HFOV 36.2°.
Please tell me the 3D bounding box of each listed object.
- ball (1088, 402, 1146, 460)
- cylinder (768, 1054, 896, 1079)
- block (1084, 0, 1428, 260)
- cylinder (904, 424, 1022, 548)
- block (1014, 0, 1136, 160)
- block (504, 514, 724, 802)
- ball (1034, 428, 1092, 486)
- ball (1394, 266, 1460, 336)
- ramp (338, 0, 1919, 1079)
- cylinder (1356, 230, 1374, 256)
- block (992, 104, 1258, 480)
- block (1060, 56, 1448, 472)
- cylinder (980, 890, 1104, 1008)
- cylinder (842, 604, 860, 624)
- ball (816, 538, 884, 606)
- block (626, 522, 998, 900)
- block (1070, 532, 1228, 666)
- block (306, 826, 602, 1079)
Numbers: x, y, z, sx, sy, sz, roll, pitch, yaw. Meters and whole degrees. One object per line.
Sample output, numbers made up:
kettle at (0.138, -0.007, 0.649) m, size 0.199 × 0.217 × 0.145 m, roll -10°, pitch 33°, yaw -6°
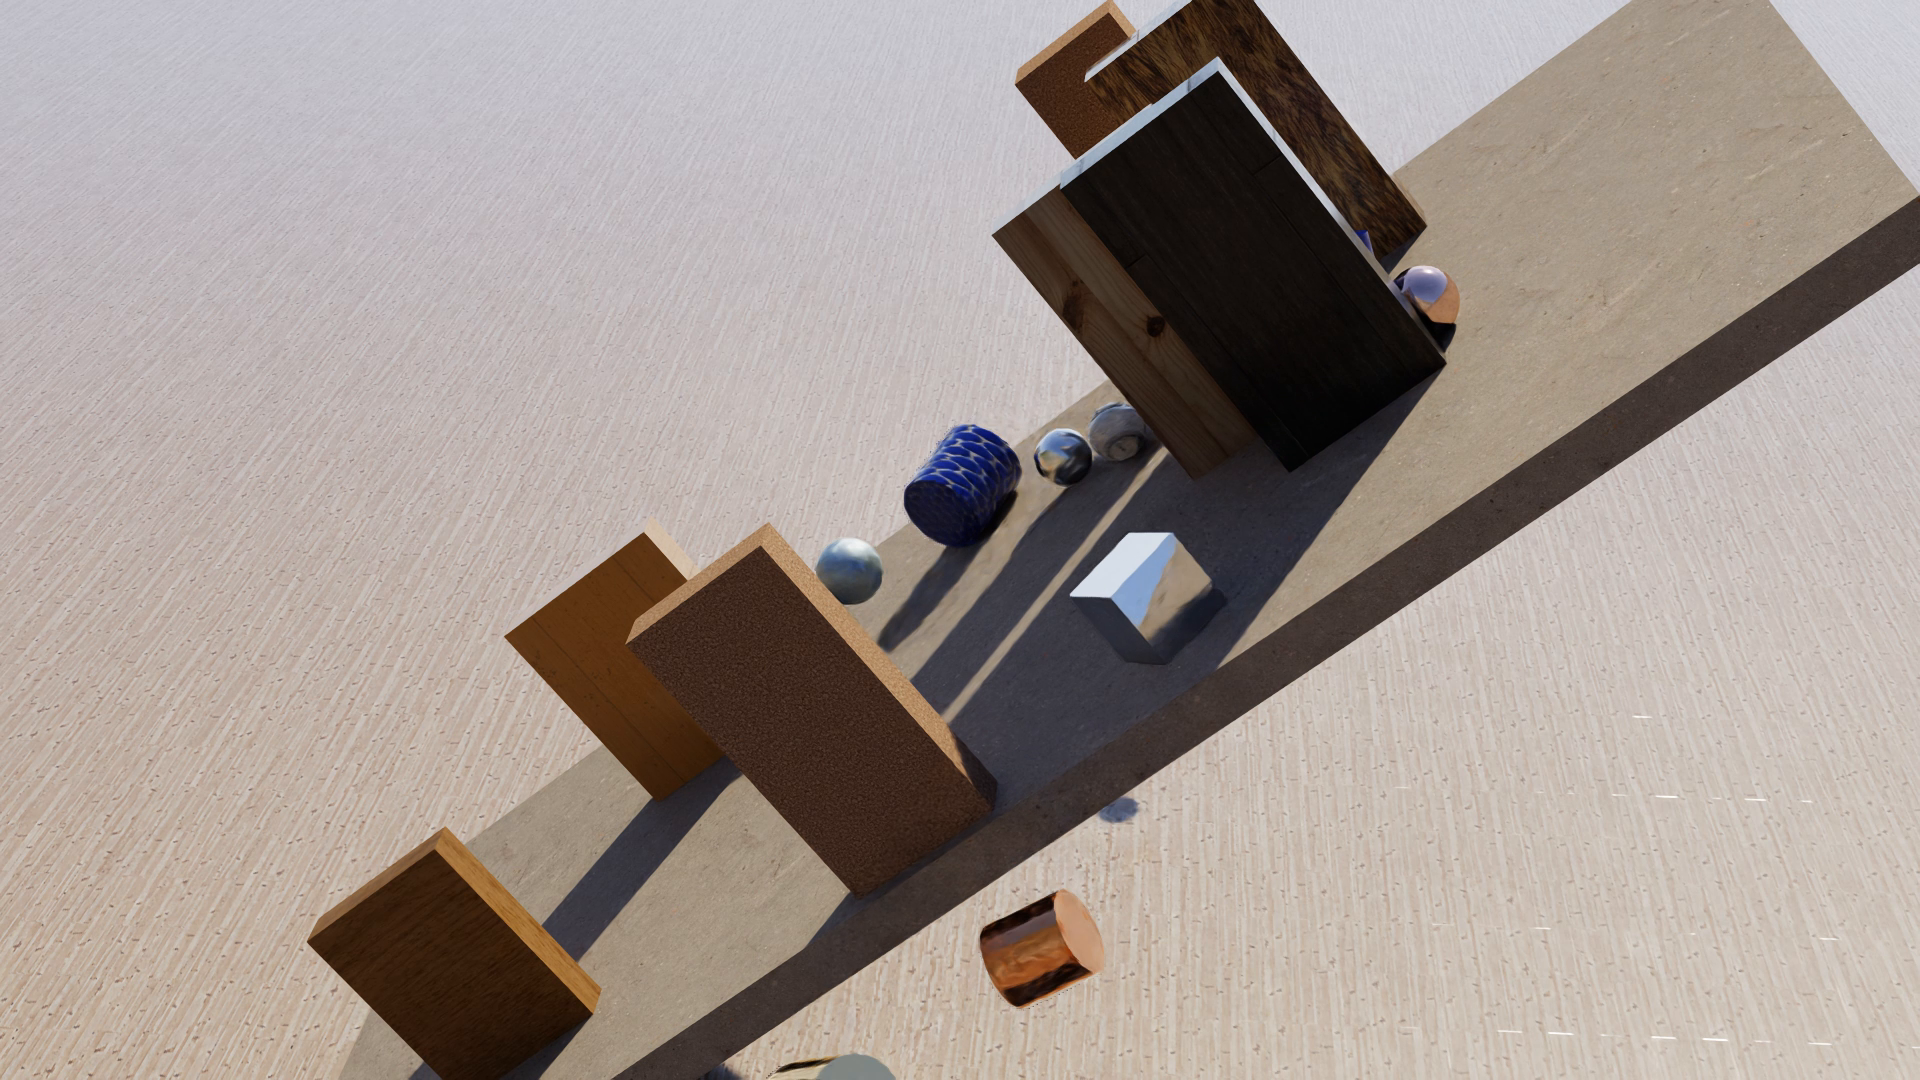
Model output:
ball at (0.349, -0.241, 6.536) m, size 0.130 × 0.130 × 0.130 m, roll 0°, pitch 24°, yaw 0°
cylinder at (-0.231, 1.019, 5.242) m, size 0.193 × 0.193 × 0.193 m, roll -17°, pitch -3°, yaw -33°
block at (0.648, -0.858, 6.430) m, size 0.392 × 0.711 × 0.108 m, roll -36°, pitch 16°, yaw 18°
cylinder at (0.006, -0.126, 6.878) m, size 0.204 × 0.204 × 0.204 m, roll 13°, pitch 47°, yaw 28°
block at (0.469, -0.860, 6.787) m, size 0.271 × 0.749 × 0.141 m, roll -36°, pitch 16°, yaw 18°
block at (-0.709, 0.280, 6.825) m, size 0.435 × 0.541 × 0.097 m, roll -36°, pitch 16°, yaw 18°
ball at (0.234, -0.187, 6.653) m, size 0.132 × 0.132 × 0.132 m, roll 0°, pitch 24°, yaw 0°
ball at (0.914, -0.470, 5.807) m, size 0.145 × 0.145 × 0.145 m, roll 0°, pitch 24°, yaw 0°
ramp at (0.122, 0.184, 6.337) m, size 4.000 × 0.100 × 2.000 m, roll -36°, pitch 16°, yaw 18°
cylinder at (0.741, -0.490, 5.867) m, size 0.204 × 0.204 × 0.204 m, roll -17°, pitch 9°, yaw 3°
block at (0.436, -0.500, 6.017) m, size 0.406 × 0.677 × 0.092 m, roll -36°, pitch 16°, yaw 18°
block at (0.568, -0.524, 5.674) m, size 0.375 × 0.730 × 0.108 m, roll -36°, pitch 16°, yaw 18°
cylinder at (0.145, 0.721, 5.188) m, size 0.158 × 0.158 × 0.158 m, roll -29°, pitch 15°, yaw 22°
cylinder at (-0.353, 0.216, 6.831) m, size 0.186 × 0.186 × 0.186 m, roll -37°, pitch 20°, yaw 13°
ball at (-0.255, 0.073, 6.784) m, size 0.155 × 0.155 × 0.155 m, roll 0°, pitch 24°, yaw 0°
block at (-0.269, 0.323, 5.443) m, size 0.327 × 0.669 × 0.107 m, roll -36°, pitch 16°, yaw 18°
block at (0.352, 0.109, 5.494) m, size 0.174 × 0.174 × 0.174 m, roll -46°, pitch 16°, yaw -17°
block at (-1.044, 0.880, 6.081) m, size 0.365 × 0.483 × 0.095 m, roll -36°, pitch 16°, yaw 18°
